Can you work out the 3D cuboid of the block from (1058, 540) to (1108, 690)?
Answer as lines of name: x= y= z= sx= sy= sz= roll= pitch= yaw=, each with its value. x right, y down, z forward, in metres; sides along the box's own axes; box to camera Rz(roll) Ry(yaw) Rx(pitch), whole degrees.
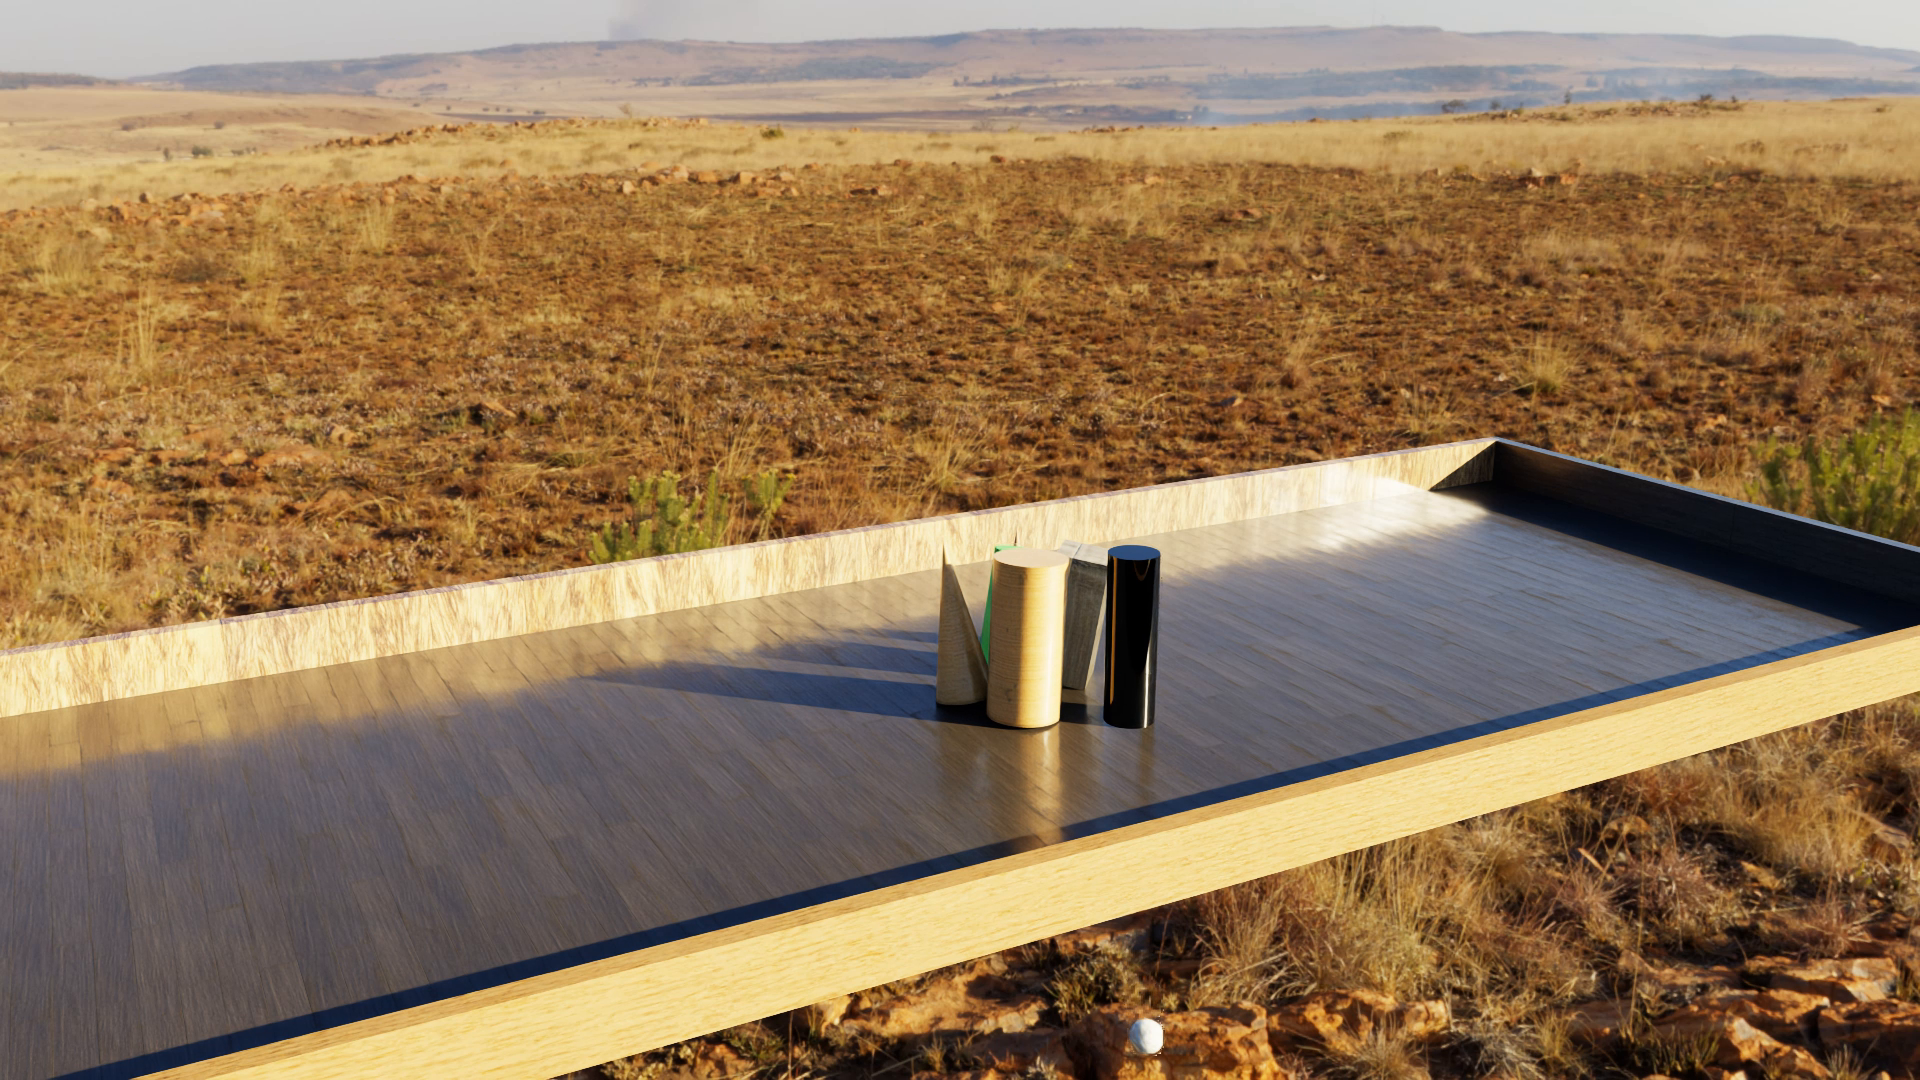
block: x=0.286 y=0.186 z=4.106 sx=0.134 sy=0.331 sz=0.134 roll=13 pitch=19 yaw=10

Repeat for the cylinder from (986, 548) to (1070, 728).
cylinder: x=0.158 y=0.228 z=3.878 sx=0.177 sy=0.386 sz=0.177 roll=2 pitch=14 yaw=-1

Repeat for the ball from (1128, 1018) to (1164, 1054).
ball: x=0.974 y=2.598 z=8.629 sx=0.183 sy=0.183 sz=0.183 roll=0 pitch=16 yaw=0

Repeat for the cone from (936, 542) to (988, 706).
cone: x=-0.012 y=0.188 z=3.984 sx=0.151 sy=0.393 sz=0.151 roll=-8 pitch=11 yaw=2

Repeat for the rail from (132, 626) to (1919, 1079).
rail: x=-2.336 y=1.006 z=1.665 sx=12.000 sy=0.150 sz=0.050 roll=-9 pitch=18 yaw=-27

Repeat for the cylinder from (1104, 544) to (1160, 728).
cylinder: x=0.401 y=0.226 z=3.853 sx=0.122 sy=0.412 sz=0.122 roll=0 pitch=16 yaw=0

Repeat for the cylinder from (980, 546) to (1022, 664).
cylinder: x=0.141 y=0.175 z=4.181 sx=0.151 sy=0.300 sz=0.151 roll=8 pitch=8 yaw=-1

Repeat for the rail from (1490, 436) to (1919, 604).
rail: x=2.466 y=-0.048 z=5.253 sx=0.050 sy=0.150 sz=2.100 roll=-9 pitch=18 yaw=-27

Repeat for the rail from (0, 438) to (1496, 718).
rail: x=-3.305 y=0.497 z=3.399 sx=12.000 sy=0.150 sz=0.050 roll=-9 pitch=18 yaw=-27

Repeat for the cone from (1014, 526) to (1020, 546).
cone: x=0.149 y=0.123 z=4.347 sx=0.105 sy=0.332 sz=0.105 roll=0 pitch=16 yaw=0
